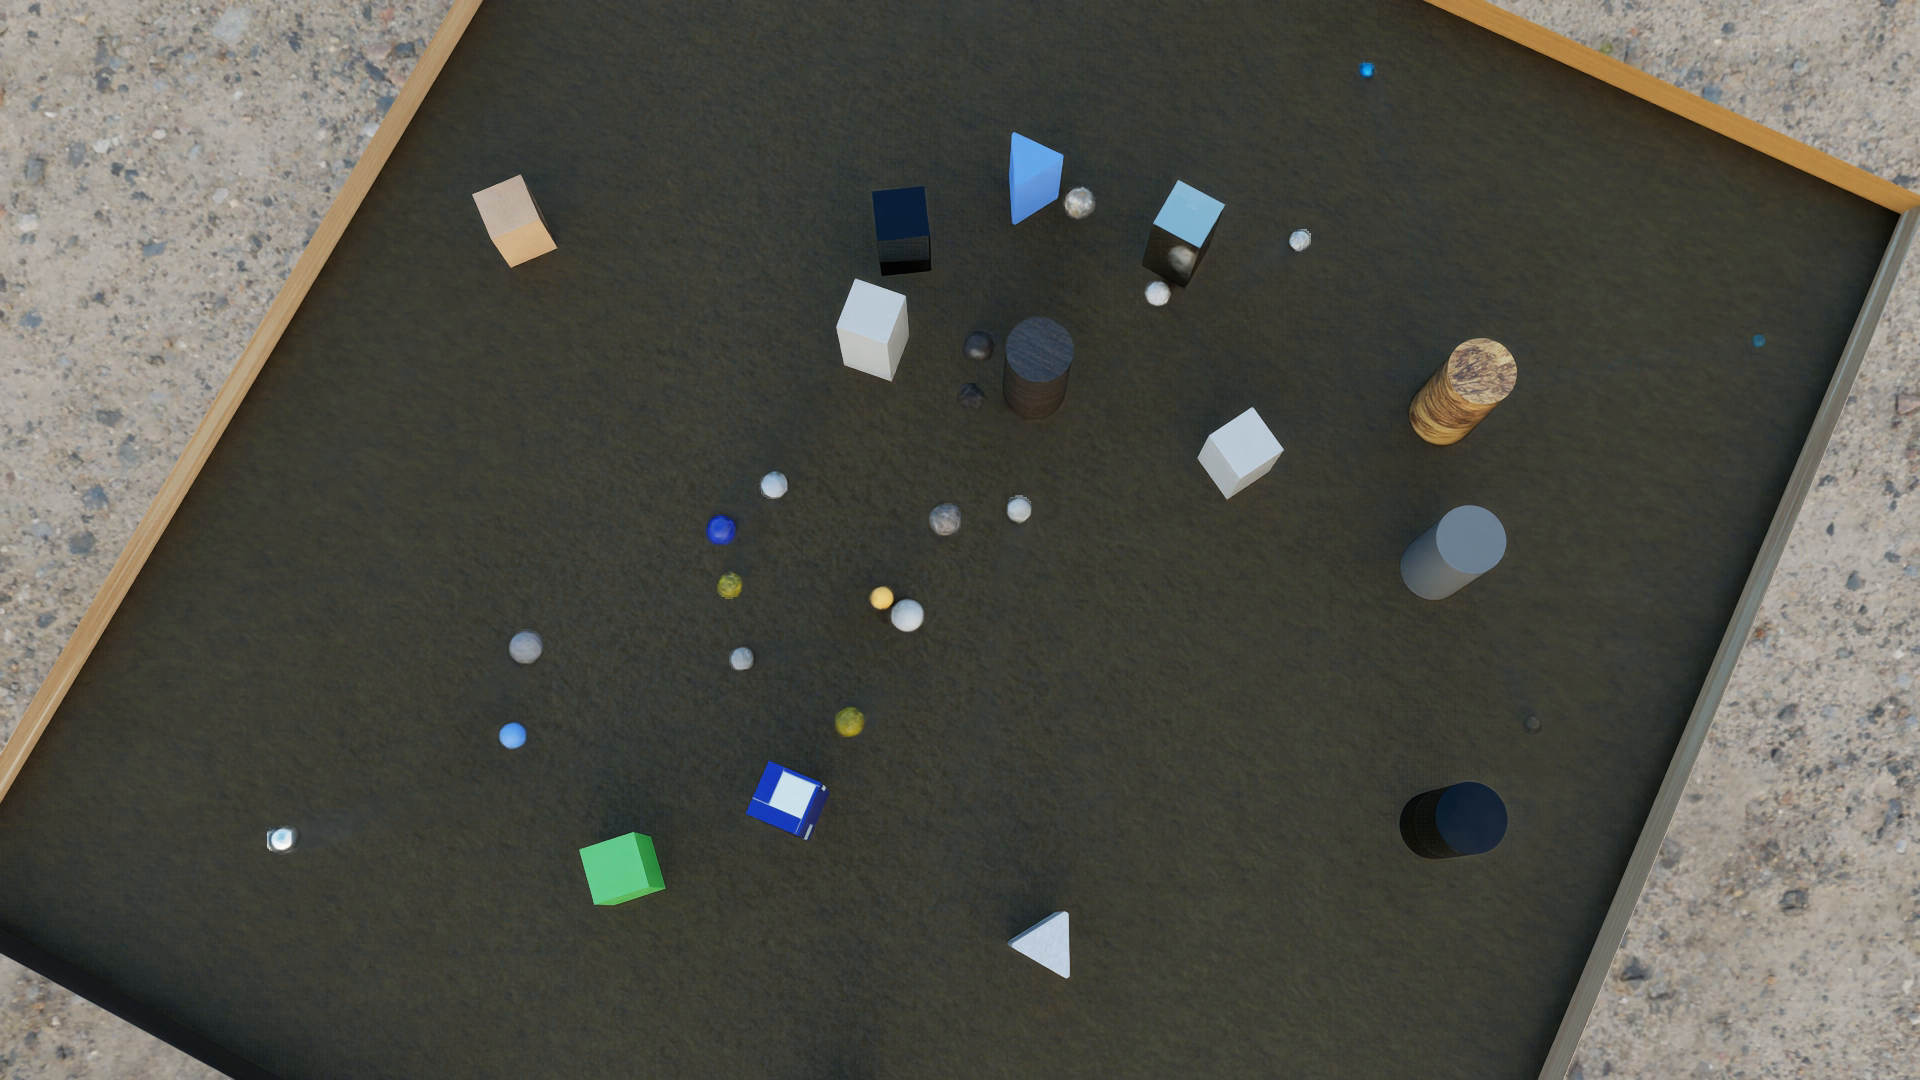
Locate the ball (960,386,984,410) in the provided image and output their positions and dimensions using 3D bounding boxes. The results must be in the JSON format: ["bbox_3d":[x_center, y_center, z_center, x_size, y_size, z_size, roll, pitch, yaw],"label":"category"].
[{"bbox_3d":[0.038,-0.441,5.669,0.076,0.076,0.076,0,78,0],"label":"ball"}]

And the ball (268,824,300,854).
[{"bbox_3d":[-1.987,0.880,5.390,0.087,0.087,0.087,0,78,0],"label":"ball"}]

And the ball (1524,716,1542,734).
[{"bbox_3d":[1.711,0.550,5.475,0.053,0.053,0.053,0,78,0],"label":"ball"}]

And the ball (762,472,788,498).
[{"bbox_3d":[-0.567,-0.169,5.610,0.081,0.081,0.081,0,78,0],"label":"ball"}]

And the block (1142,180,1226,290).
[{"bbox_3d":[0.681,-0.933,5.626,0.158,0.360,0.158,29,80,6],"label":"block"}]

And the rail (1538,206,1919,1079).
[{"bbox_3d":[1.966,0.970,5.349,0.045,0.129,4.626,26,80,5],"label":"rail"}]

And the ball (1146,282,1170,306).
[{"bbox_3d":[0.621,-0.772,5.738,0.076,0.076,0.076,0,78,0],"label":"ball"}]

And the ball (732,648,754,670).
[{"bbox_3d":[-0.652,0.357,5.508,0.069,0.069,0.069,0,78,0],"label":"ball"}]

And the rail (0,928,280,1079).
[{"bbox_3d":[-1.024,2.012,5.133,4.444,0.129,0.045,26,80,5],"label":"rail"}]

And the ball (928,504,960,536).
[{"bbox_3d":[-0.047,-0.060,5.580,0.097,0.097,0.097,0,78,0],"label":"ball"}]

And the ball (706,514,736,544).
[{"bbox_3d":[-0.727,-0.033,5.578,0.090,0.090,0.090,0,78,0],"label":"ball"}]

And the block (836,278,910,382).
[{"bbox_3d":[-0.261,-0.632,5.554,0.158,0.378,0.158,19,79,4],"label":"block"}]

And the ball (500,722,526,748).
[{"bbox_3d":[-1.332,0.582,5.456,0.078,0.078,0.078,0,78,0],"label":"ball"}]

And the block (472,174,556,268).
[{"bbox_3d":[-1.381,-0.989,5.695,0.158,0.247,0.158,-24,79,-5],"label":"block"}]

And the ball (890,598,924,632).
[{"bbox_3d":[-0.160,0.227,5.519,0.099,0.099,0.099,0,78,0],"label":"ball"}]

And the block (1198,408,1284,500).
[{"bbox_3d":[0.844,-0.259,5.532,0.158,0.271,0.158,-33,80,-6],"label":"block"}]

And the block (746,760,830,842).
[{"bbox_3d":[-0.490,0.754,5.271,0.158,0.371,0.158,22,79,4],"label":"block"}]

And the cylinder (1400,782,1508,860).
[{"bbox_3d":[1.404,0.805,5.235,0.198,0.421,0.198,0,78,0],"label":"cylinder"}]

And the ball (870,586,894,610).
[{"bbox_3d":[-0.237,0.176,5.544,0.070,0.070,0.070,0,78,0],"label":"ball"}]

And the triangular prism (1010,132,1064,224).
[{"bbox_3d":[0.201,-1.142,5.694,0.172,0.312,0.149,-33,80,-6],"label":"triangular prism"}]

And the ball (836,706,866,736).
[{"bbox_3d":[-0.326,0.541,5.460,0.087,0.087,0.087,0,78,0],"label":"ball"}]

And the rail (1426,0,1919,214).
[{"bbox_3d":[1.024,-1.998,5.964,4.444,0.129,0.045,26,80,5],"label":"rail"}]

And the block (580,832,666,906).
[{"bbox_3d":[-0.967,0.947,5.269,0.158,0.296,0.158,-18,79,-4],"label":"block"}]

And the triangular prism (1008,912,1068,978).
[{"bbox_3d":[0.250,1.110,5.135,0.172,0.494,0.149,29,80,6],"label":"triangular prism"}]

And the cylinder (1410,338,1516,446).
[{"bbox_3d":[1.496,-0.437,5.472,0.198,0.461,0.198,0,78,0],"label":"cylinder"}]

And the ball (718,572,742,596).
[{"bbox_3d":[-0.696,0.134,5.551,0.075,0.075,0.075,0,78,0],"label":"ball"}]

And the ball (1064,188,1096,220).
[{"bbox_3d":[0.378,-1.063,5.786,0.099,0.099,0.099,0,78,0],"label":"ball"}]

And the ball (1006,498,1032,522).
[{"bbox_3d":[0.180,-0.091,5.597,0.075,0.075,0.075,0,78,0],"label":"ball"}]

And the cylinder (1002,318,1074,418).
[{"bbox_3d":[0.232,-0.513,5.520,0.198,0.397,0.198,0,78,0],"label":"cylinder"}]

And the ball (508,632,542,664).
[{"bbox_3d":[-1.304,0.324,5.500,0.098,0.098,0.098,0,78,0],"label":"ball"}]

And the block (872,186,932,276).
[{"bbox_3d":[-0.178,-0.950,5.657,0.158,0.307,0.158,-6,78,-1],"label":"block"}]

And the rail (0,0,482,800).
[{"bbox_3d":[-1.966,-0.956,5.748,0.045,0.129,4.626,26,80,5],"label":"rail"}]

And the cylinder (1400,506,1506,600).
[{"bbox_3d":[1.444,0.042,5.388,0.198,0.431,0.198,0,78,0],"label":"cylinder"}]

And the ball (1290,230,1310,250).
[{"bbox_3d":[1.071,-0.944,5.780,0.063,0.063,0.063,0,78,0],"label":"ball"}]

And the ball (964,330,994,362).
[{"bbox_3d":[0.058,-0.601,5.691,0.097,0.097,0.097,0,78,0],"label":"ball"}]

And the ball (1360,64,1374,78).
[{"bbox_3d":[1.312,-1.511,5.907,0.044,0.044,0.044,0,78,0],"label":"ball"}]
